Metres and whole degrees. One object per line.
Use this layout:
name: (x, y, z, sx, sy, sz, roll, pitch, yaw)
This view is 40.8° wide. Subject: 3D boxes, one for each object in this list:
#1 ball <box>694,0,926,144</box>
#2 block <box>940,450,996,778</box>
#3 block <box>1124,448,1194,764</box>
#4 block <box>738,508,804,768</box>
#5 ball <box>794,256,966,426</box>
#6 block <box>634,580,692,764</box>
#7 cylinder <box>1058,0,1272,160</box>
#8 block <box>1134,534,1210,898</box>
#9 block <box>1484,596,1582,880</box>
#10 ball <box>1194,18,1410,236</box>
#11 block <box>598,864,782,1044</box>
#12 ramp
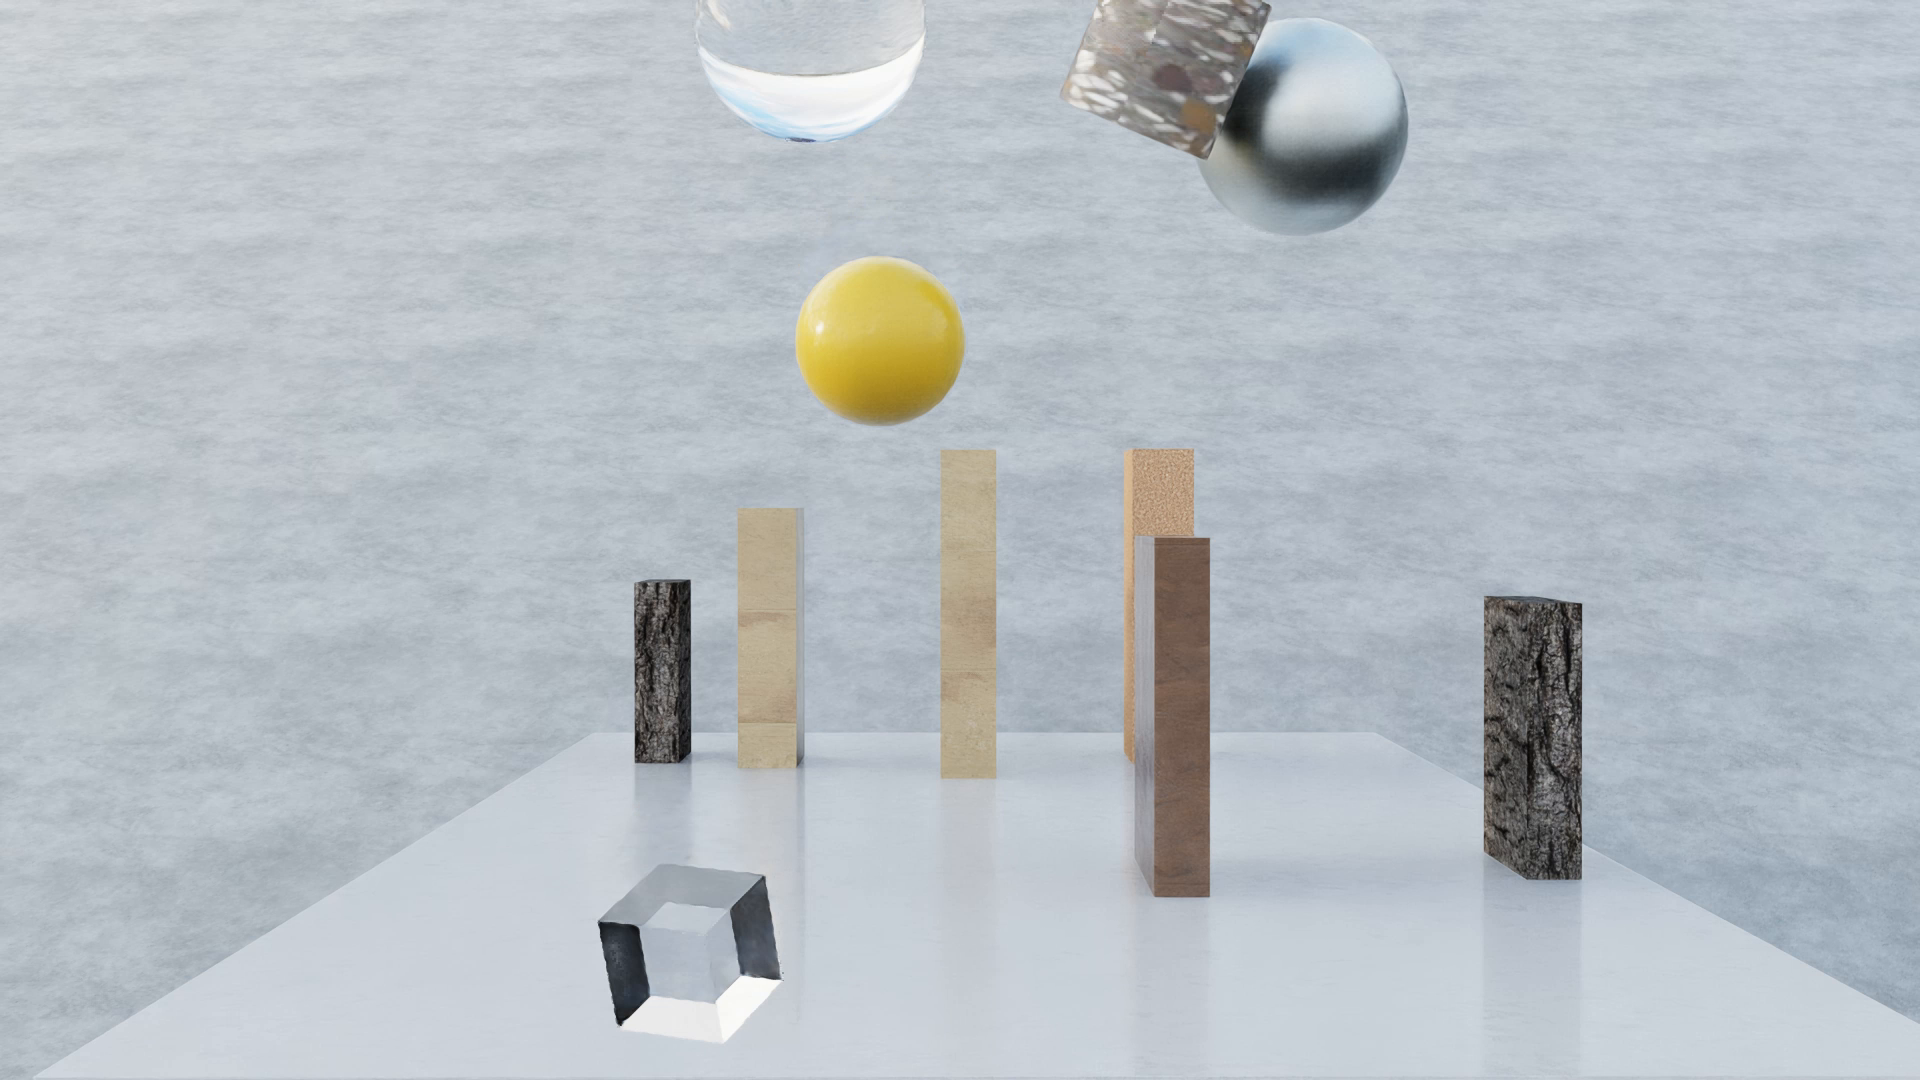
ball: (-0.127, -0.434, 2.190, 0.195, 0.195, 0.195, 0, 28, 0)
block: (0.018, 0.156, 5.618, 0.118, 0.698, 0.281, 0, 1, 0)
block: (0.456, 0.147, 5.945, 0.138, 0.706, 0.297, 0, 1, 0)
block: (-0.426, 0.215, 5.849, 0.129, 0.574, 0.305, 0, 1, 0)
ball: (-0.071, -0.176, 2.285, 0.151, 0.151, 0.151, 0, 28, 0)
block: (-0.683, 0.298, 5.949, 0.099, 0.406, 0.278, 0, 1, 0)
cylinder: (0.185, -0.440, 2.334, 0.147, 0.147, 0.147, 22, 11, -5)
block: (0.327, 0.259, 4.014, 0.082, 0.530, 0.423, 0, 1, 0)
block: (0.916, 0.309, 4.145, 0.085, 0.426, 0.327, 0, 1, 0)
ball: (0.323, -0.393, 2.459, 0.206, 0.206, 0.206, 0, 28, 0)
block: (-0.272, 0.416, 2.612, 0.124, 0.124, 0.124, 2, 22, 25)
ramp: (0.063, 0.567, 4.607, 2.000, 0.100, 4.000, 0, 1, 0)
